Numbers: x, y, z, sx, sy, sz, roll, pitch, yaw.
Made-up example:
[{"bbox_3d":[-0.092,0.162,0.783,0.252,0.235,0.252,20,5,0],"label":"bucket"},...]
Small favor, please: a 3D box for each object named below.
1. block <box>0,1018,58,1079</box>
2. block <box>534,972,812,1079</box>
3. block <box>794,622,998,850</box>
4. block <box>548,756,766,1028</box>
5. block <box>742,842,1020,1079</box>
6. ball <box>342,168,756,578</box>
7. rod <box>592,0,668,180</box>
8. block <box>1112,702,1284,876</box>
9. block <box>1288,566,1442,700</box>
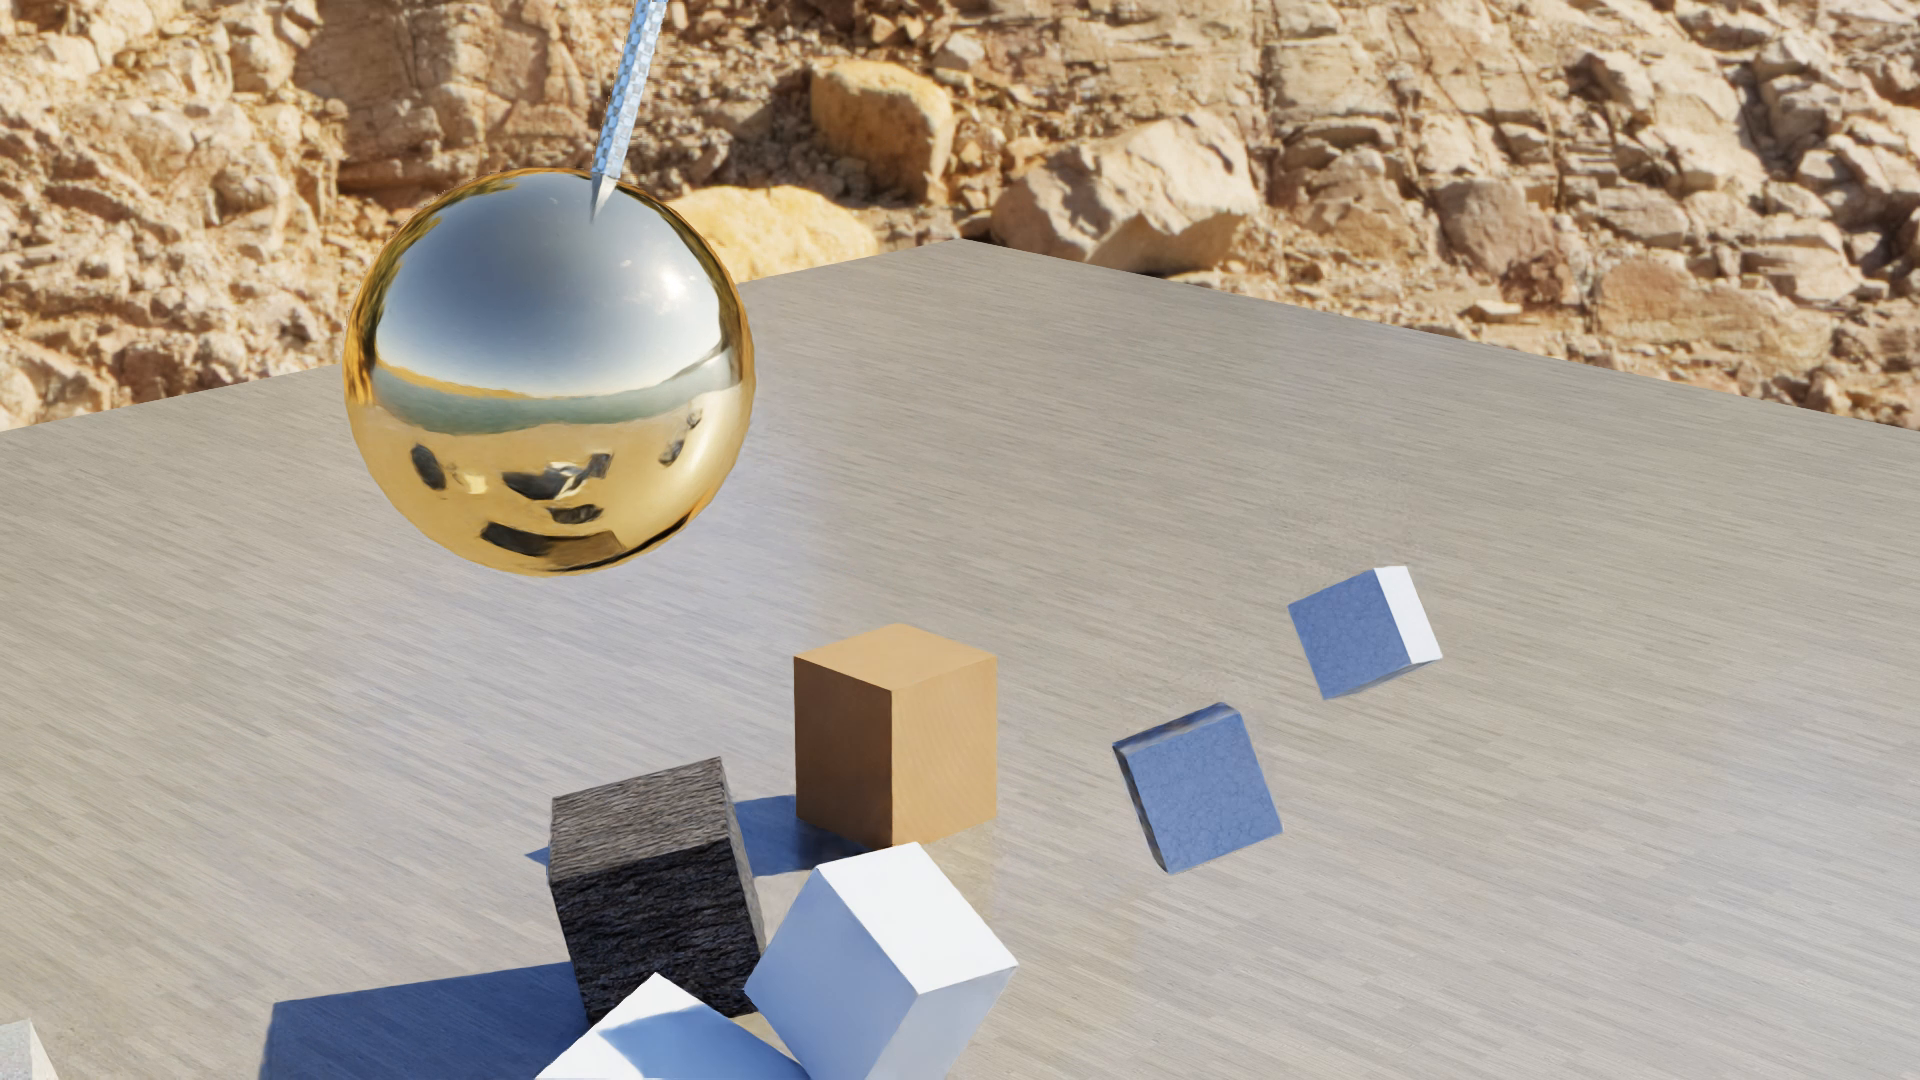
[{"bbox_3d":[-3.430,2.117,10.206,0.562,0.568,0.546,-13,46,-8],"label":"block"},{"bbox_3d":[-1.033,2.130,9.727,0.762,0.866,0.818,30,25,12],"label":"block"},{"bbox_3d":[-0.306,0.940,13.977,0.685,0.826,0.675,-17,24,-42],"label":"block"},{"bbox_3d":[-1.236,1.487,12.105,0.731,0.766,0.878,-14,18,-3],"label":"block"},{"bbox_3d":[-0.272,1.472,9.883,0.488,0.603,0.584,-8,47,-47],"label":"block"},{"bbox_3d":[-1.598,-0.652,11.462,1.600,1.600,1.600,0,17,0],"label":"ball"},{"bbox_3d":[-0.693,-3.928,11.381,0.080,5.200,0.080,17,2,42],"label":"rod"},{"bbox_3d":[0.901,0.943,11.189,0.460,0.482,0.442,-21,3,-3],"label":"block"},{"bbox_3d":[1.583,0.359,11.456,0.386,0.394,0.389,-25,-10,25],"label":"block"}]
